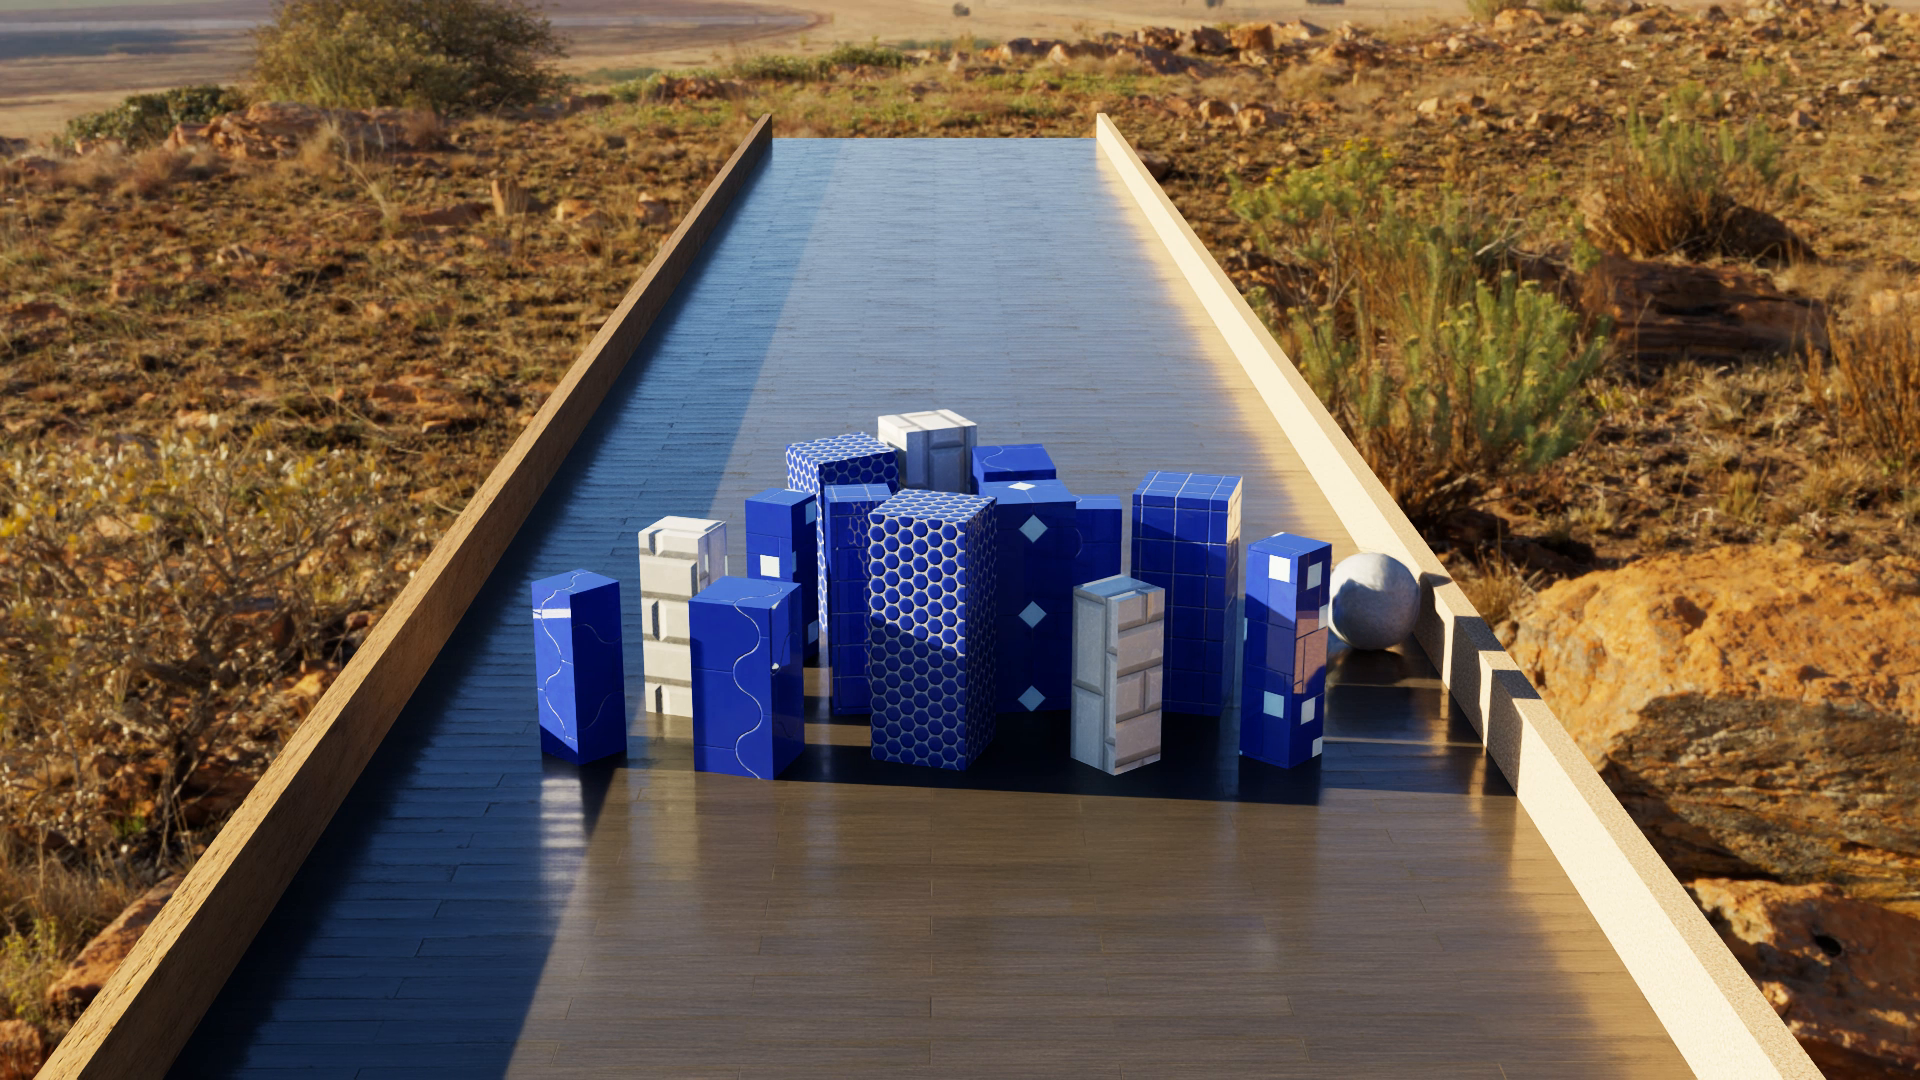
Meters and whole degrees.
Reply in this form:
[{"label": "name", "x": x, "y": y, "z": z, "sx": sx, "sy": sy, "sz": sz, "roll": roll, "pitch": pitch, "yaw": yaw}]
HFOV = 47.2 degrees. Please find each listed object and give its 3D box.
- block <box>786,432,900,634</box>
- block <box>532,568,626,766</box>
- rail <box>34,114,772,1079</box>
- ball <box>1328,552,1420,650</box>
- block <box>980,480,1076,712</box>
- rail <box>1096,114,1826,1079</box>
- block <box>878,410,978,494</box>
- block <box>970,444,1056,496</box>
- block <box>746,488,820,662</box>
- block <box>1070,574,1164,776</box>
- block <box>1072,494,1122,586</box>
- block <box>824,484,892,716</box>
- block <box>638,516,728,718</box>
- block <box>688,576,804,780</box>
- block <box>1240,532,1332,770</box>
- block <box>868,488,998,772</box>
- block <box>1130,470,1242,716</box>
[{"label": "block", "x": -0.237, "y": -0.015, "z": 4.610, "sx": 0.176, "sy": 0.371, "sz": 0.176, "roll": -11, "pitch": 20, "yaw": -24}, {"label": "block", "x": -0.677, "y": 0.225, "z": 3.913, "sx": 0.109, "sy": 0.317, "sz": 0.109, "roll": 15, "pitch": 22, "yaw": 41}, {"label": "rail", "x": -1.118, "y": -0.838, "z": 7.780, "sx": 0.050, "sy": 0.150, "sz": 12.000, "roll": 0, "pitch": 17, "yaw": -1}, {"label": "ball", "x": 0.833, "y": 0.124, "z": 4.460, "sx": 0.200, "sy": 0.200, "sz": 0.200, "roll": 0, "pitch": 17, "yaw": 0}, {"label": "block", "x": 0.125, "y": 0.105, "z": 4.159, "sx": 0.156, "sy": 0.407, "sz": 0.156, "roll": -2, "pitch": 17, "yaw": -8}, {"label": "rail", "x": 0.932, "y": -0.844, "z": 7.801, "sx": 0.050, "sy": 0.150, "sz": 12.000, "roll": 0, "pitch": 17, "yaw": -1}, {"label": "block", "x": -0.067, "y": -0.058, "z": 4.709, "sx": 0.160, "sy": 0.404, "sz": 0.160, "roll": -7, "pitch": 17, "yaw": -22}, {"label": "block", "x": 0.106, "y": -0.003, "z": 4.582, "sx": 0.149, "sy": 0.359, "sz": 0.149, "roll": -3, "pitch": 23, "yaw": -9}, {"label": "block", "x": -0.354, "y": 0.074, "z": 4.395, "sx": 0.103, "sy": 0.333, "sz": 0.103, "roll": 8, "pitch": 18, "yaw": 24}, {"label": "block", "x": 0.276, "y": 0.236, "z": 3.873, "sx": 0.113, "sy": 0.319, "sz": 0.113, "roll": -14, "pitch": 21, "yaw": -38}, {"label": "block", "x": 0.266, "y": 0.079, "z": 4.396, "sx": 0.103, "sy": 0.322, "sz": 0.103, "roll": 0, "pitch": 17, "yaw": 0}, {"label": "block", "x": -0.187, "y": 0.111, "z": 4.126, "sx": 0.117, "sy": 0.414, "sz": 0.117, "roll": -2, "pitch": 17, "yaw": -8}, {"label": "block", "x": -0.514, "y": 0.144, "z": 4.128, "sx": 0.120, "sy": 0.351, "sz": 0.120, "roll": 6, "pitch": 18, "yaw": 19}, {"label": "block", "x": -0.373, "y": 0.241, "z": 3.868, "sx": 0.149, "sy": 0.313, "sz": 0.149, "roll": 5, "pitch": 17, "yaw": 17}, {"label": "block", "x": 0.574, "y": 0.195, "z": 3.885, "sx": 0.105, "sy": 0.392, "sz": 0.105, "roll": 15, "pitch": 22, "yaw": 40}, {"label": "block", "x": -0.046, "y": 0.157, "z": 3.904, "sx": 0.176, "sy": 0.454, "sz": 0.176, "roll": 6, "pitch": 17, "yaw": 18}, {"label": "block", "x": 0.425, "y": 0.099, "z": 4.160, "sx": 0.177, "sy": 0.419, "sz": 0.177, "roll": 4, "pitch": 17, "yaw": 14}]
